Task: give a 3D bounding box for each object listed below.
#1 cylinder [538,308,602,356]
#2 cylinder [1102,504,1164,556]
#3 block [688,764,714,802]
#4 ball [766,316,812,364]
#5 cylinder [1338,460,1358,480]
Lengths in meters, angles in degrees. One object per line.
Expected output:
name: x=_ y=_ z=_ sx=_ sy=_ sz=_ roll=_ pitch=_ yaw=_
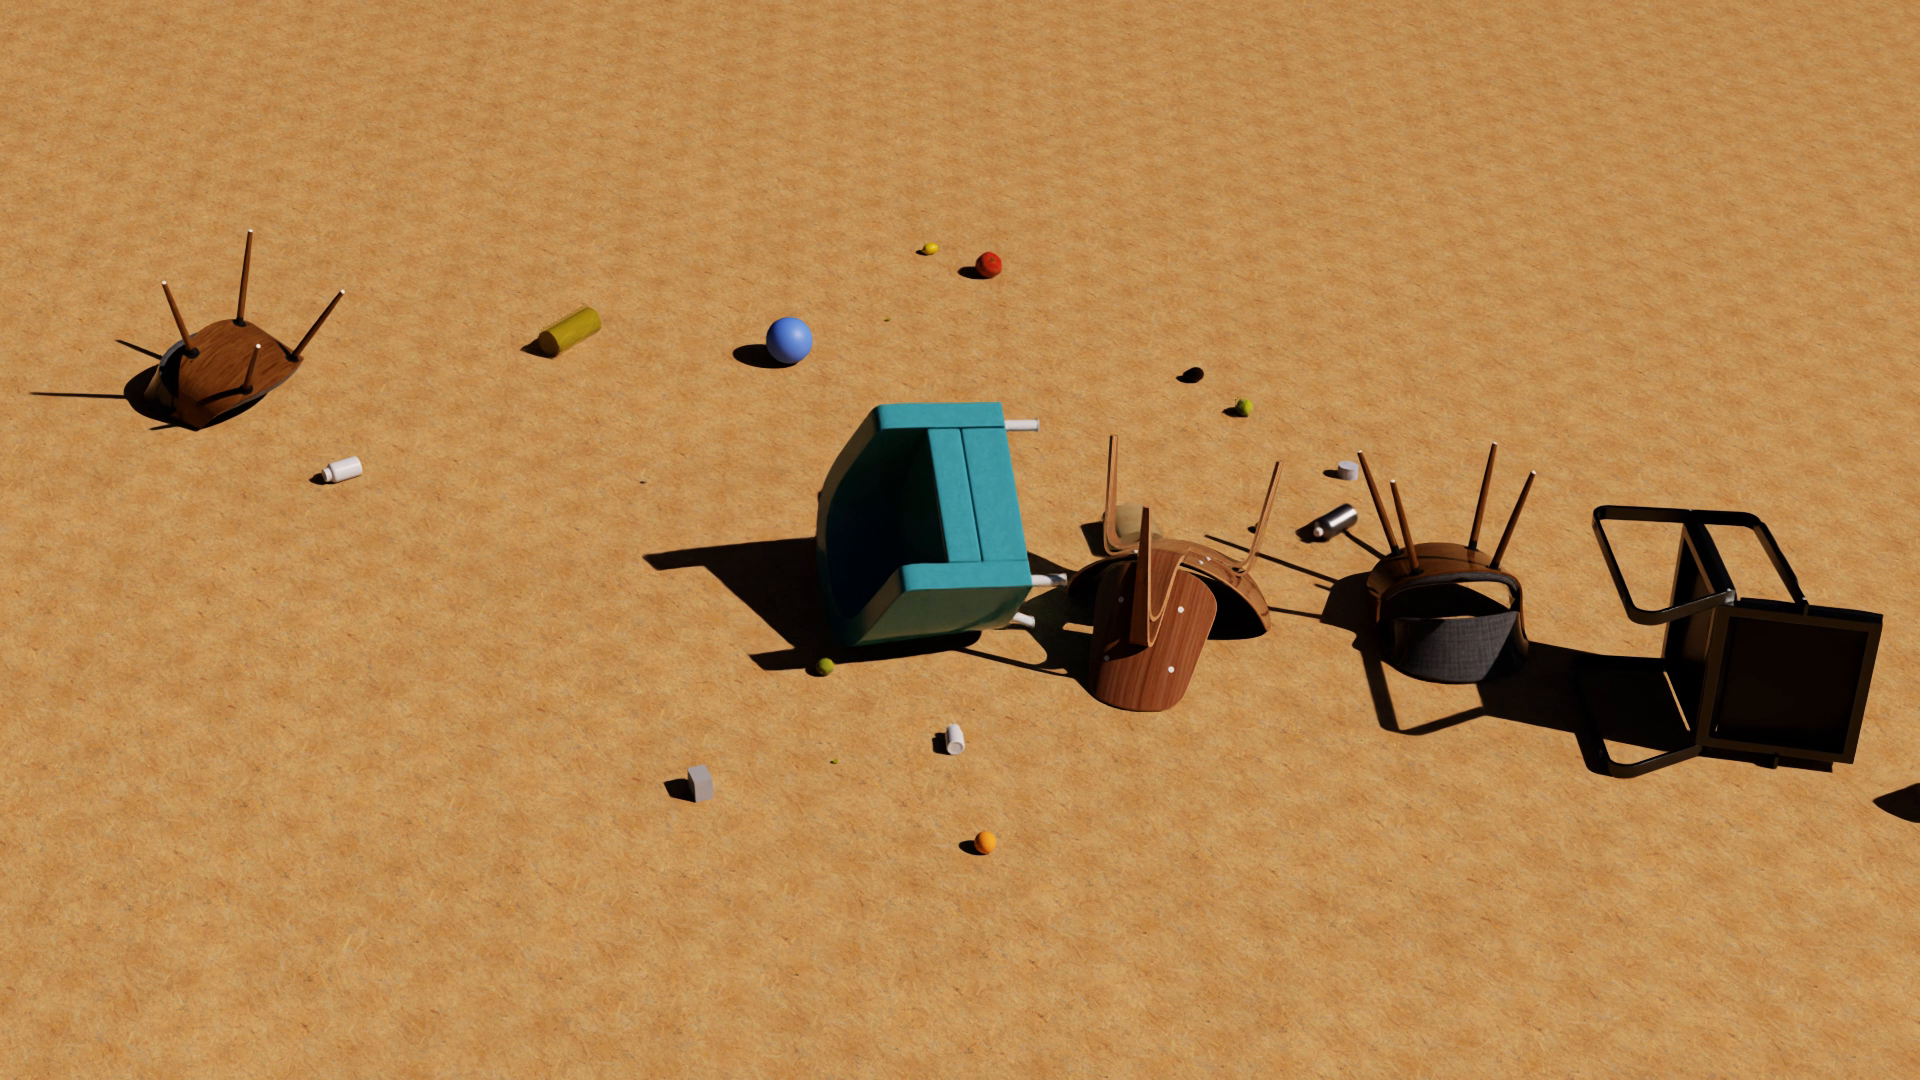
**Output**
cylinder: x=-1.614 y=-0.862 z=12.148 sx=0.113 sy=0.116 sz=0.256 roll=42 pitch=47 yaw=12
cylinder: x=0.644 y=-0.038 z=10.903 sx=0.194 sy=0.107 sz=0.193 roll=-2 pitch=33 yaw=-13
block: x=-0.854 y=0.802 z=9.653 sx=0.062 sy=0.082 sz=0.085 roll=-12 pitch=35 yaw=-18
ball: x=-0.700 y=-0.818 z=12.012 sx=0.192 sy=0.192 sz=0.192 roll=0 pitch=33 yaw=0
cylinder: x=1.496 y=-0.267 z=11.303 sx=0.080 sy=0.051 sz=0.061 roll=13 pitch=36 yaw=19
